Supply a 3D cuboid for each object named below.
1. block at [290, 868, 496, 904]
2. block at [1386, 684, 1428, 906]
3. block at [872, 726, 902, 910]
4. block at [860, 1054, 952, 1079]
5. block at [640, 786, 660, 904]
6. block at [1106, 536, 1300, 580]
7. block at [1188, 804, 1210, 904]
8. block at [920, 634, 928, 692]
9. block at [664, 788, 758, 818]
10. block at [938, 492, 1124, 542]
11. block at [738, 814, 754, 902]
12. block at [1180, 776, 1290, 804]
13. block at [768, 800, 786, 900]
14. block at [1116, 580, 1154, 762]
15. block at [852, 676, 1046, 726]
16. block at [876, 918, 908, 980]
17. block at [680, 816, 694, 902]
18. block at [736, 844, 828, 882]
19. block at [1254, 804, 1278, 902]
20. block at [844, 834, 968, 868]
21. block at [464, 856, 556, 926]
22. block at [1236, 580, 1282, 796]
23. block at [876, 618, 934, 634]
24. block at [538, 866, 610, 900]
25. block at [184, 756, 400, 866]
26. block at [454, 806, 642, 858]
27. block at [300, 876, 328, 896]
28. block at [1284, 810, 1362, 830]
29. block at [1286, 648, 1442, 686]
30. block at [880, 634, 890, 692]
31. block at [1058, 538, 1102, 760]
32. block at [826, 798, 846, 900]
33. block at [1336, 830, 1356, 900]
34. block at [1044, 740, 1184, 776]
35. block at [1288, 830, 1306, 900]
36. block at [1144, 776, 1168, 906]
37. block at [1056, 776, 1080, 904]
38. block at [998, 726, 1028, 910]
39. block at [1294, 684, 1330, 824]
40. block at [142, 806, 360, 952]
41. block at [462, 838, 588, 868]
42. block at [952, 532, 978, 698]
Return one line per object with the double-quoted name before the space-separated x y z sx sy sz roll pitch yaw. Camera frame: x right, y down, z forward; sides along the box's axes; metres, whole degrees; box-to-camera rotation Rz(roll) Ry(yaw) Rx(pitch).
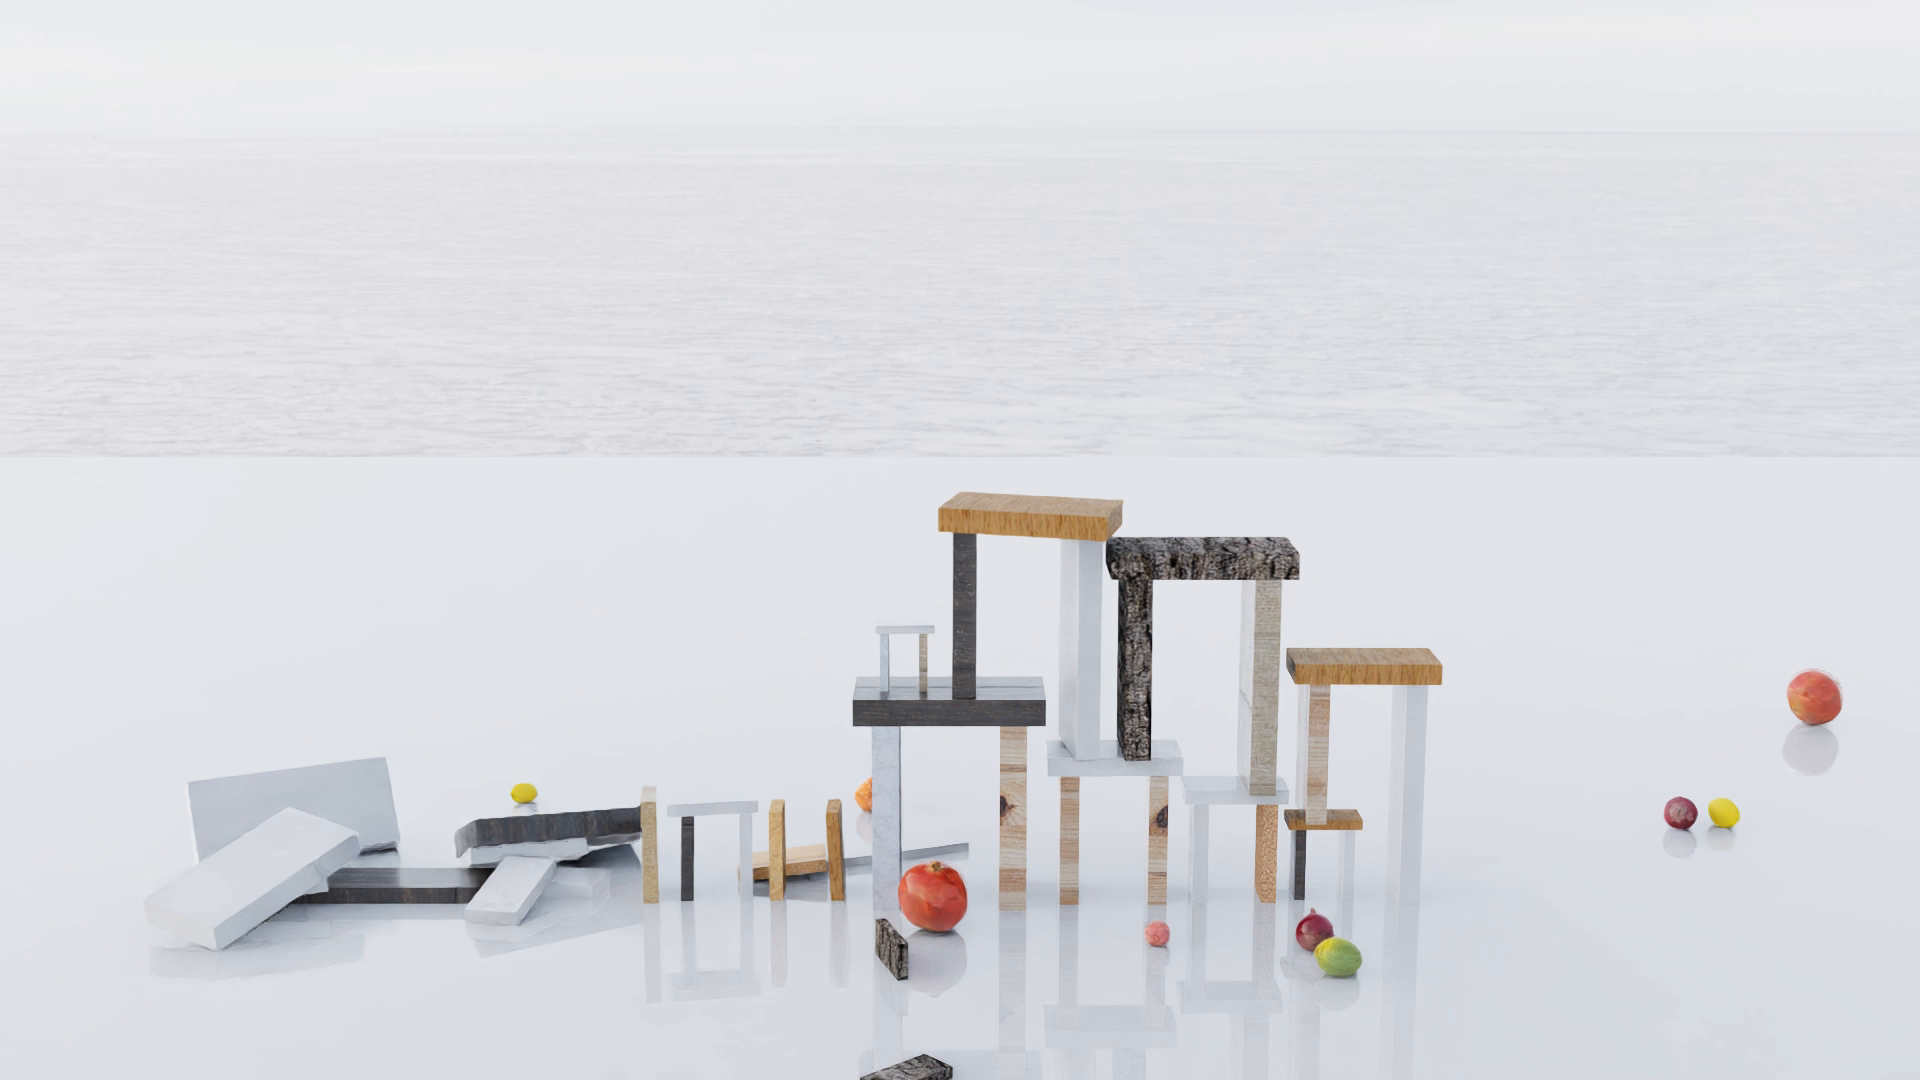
"block" -0.981 0.576 3.667 0.396 0.028 0.098 0 11 0
"block" 0.738 0.406 3.638 0.033 0.373 0.118 0 11 0
"block" -0.121 0.438 3.636 0.044 0.310 0.155 0 11 0
"block" -0.071 0.718 2.936 0.114 0.016 0.057 -9 14 -41
"block" -0.514 0.505 3.648 0.025 0.175 0.087 -1 11 -7
"block" 0.390 0.029 3.562 0.299 0.042 0.149 0 11 0
"block" 0.395 0.507 3.650 0.024 0.169 0.085 0 11 0
"block" -0.059 0.195 3.593 0.014 0.096 0.048 0 11 0
"block" -0.412 0.434 3.638 0.148 0.021 0.074 -2 11 -11
"block" 0.114 -0.039 3.513 0.272 0.039 0.136 3 13 14
"block" -0.356 0.517 3.656 0.021 0.149 0.074 -1 11 -7
"block" 0.452 0.413 3.632 0.169 0.024 0.085 0 11 -1
"block" -0.304 0.515 3.659 0.021 0.151 0.076 0 11 0
"block" 0.285 0.196 3.597 0.042 0.299 0.149 0 11 -1
"block" -0.017 0.264 3.604 0.311 0.044 0.155 0 11 0
"block" -0.104 0.622 3.342 0.016 0.057 0.114 -4 11 -19
"block" -0.453 0.517 3.656 0.021 0.148 0.074 0 10 -7
"block" -0.303 0.551 3.761 0.151 0.021 0.076 -7 13 -1
"block" 0.508 0.507 3.651 0.024 0.169 0.085 0 11 0
"block" -0.132 0.547 3.854 0.296 0.016 0.057 -4 11 -22
"block" -0.735 0.574 3.602 0.087 0.025 0.175 2 21 11
"block" 0.489 0.226 3.597 0.042 0.356 0.149 0 11 -1
"block" -0.090 0.141 3.582 0.096 0.014 0.048 0 11 -2
"block" -0.685 0.574 3.689 0.175 0.025 0.087 2 11 10
"block" -1.162 0.480 3.835 0.339 0.156 0.044 -5 -20 -27
"block" -0.699 0.503 3.799 0.312 0.044 0.156 -1 -14 -26
"block" -1.143 0.553 3.621 0.196 0.028 0.098 -6 27 -13
"block" 0.602 0.463 3.644 0.121 0.017 0.060 0 11 0
"block" 0.659 0.206 3.598 0.236 0.033 0.118 0 11 1
"block" -0.123 0.194 3.594 0.014 0.096 0.048 0 11 0
"block" 0.195 0.158 3.582 0.039 0.376 0.136 -2 13 -10
"block" -0.206 0.515 3.658 0.021 0.151 0.076 -3 10 1
"block" 0.642 0.531 3.657 0.017 0.121 0.060 0 11 0
"block" 0.253 0.359 3.626 0.220 0.031 0.110 0 11 -1
"block" 0.562 0.531 3.657 0.017 0.121 0.060 0 11 0
"block" 0.325 0.483 3.645 0.031 0.220 0.110 0 11 1
"block" 0.179 0.482 3.650 0.031 0.220 0.110 0 11 0
"block" 0.086 0.438 3.636 0.044 0.310 0.155 0 11 0
"block" 0.581 0.338 3.626 0.033 0.236 0.118 0 11 0
"block" -1.141 0.544 3.556 0.156 0.044 0.312 13 29 27
"block" -0.742 0.535 3.752 0.196 0.028 0.098 -3 -13 -22
"block" 0.007 0.108 3.579 0.039 0.272 0.136 0 11 0
